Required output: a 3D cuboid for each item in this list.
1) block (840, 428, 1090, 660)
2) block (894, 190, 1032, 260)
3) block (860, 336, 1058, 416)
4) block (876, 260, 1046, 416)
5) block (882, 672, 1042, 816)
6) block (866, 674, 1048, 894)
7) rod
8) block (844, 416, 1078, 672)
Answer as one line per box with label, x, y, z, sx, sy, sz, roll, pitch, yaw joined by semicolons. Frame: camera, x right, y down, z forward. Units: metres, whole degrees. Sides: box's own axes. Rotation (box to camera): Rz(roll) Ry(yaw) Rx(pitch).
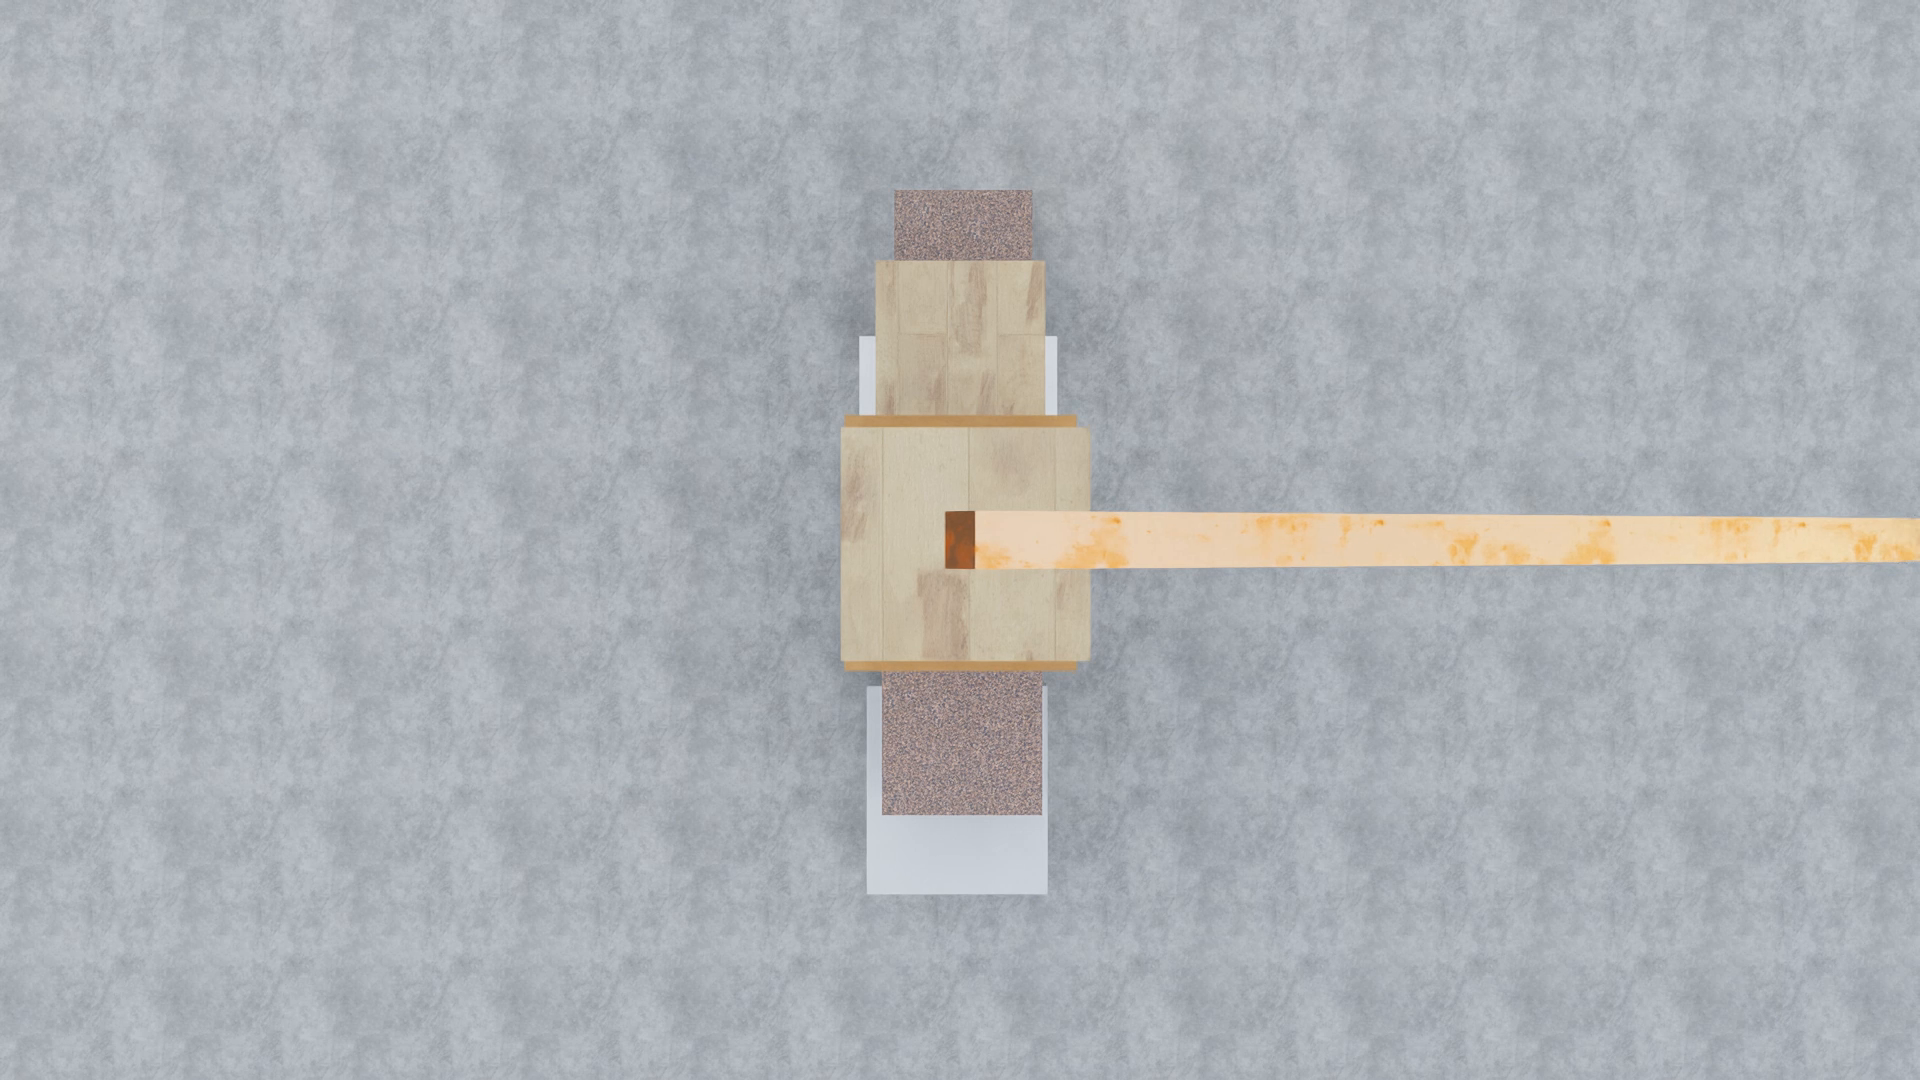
block;0.017;0.011;6.788;0.724;0.816;0.676;0;90;0
block;0.019;-1.522;12.553;0.760;0.894;0.810;0;90;0
block;-0.009;-0.601;12.474;1.074;1.052;1.011;0;90;0
block;0.002;-0.957;11.511;0.855;0.876;0.898;0;90;0
block;0.011;0.959;11.596;0.821;0.738;0.895;0;90;0
block;-0.016;1.361;12.483;0.983;1.035;1.133;0;90;0
rod;2.212;0.000;4.394;5.200;0.080;0.080;0;90;-32
block;0.003;0.009;7.672;0.760;0.951;0.838;0;90;0
